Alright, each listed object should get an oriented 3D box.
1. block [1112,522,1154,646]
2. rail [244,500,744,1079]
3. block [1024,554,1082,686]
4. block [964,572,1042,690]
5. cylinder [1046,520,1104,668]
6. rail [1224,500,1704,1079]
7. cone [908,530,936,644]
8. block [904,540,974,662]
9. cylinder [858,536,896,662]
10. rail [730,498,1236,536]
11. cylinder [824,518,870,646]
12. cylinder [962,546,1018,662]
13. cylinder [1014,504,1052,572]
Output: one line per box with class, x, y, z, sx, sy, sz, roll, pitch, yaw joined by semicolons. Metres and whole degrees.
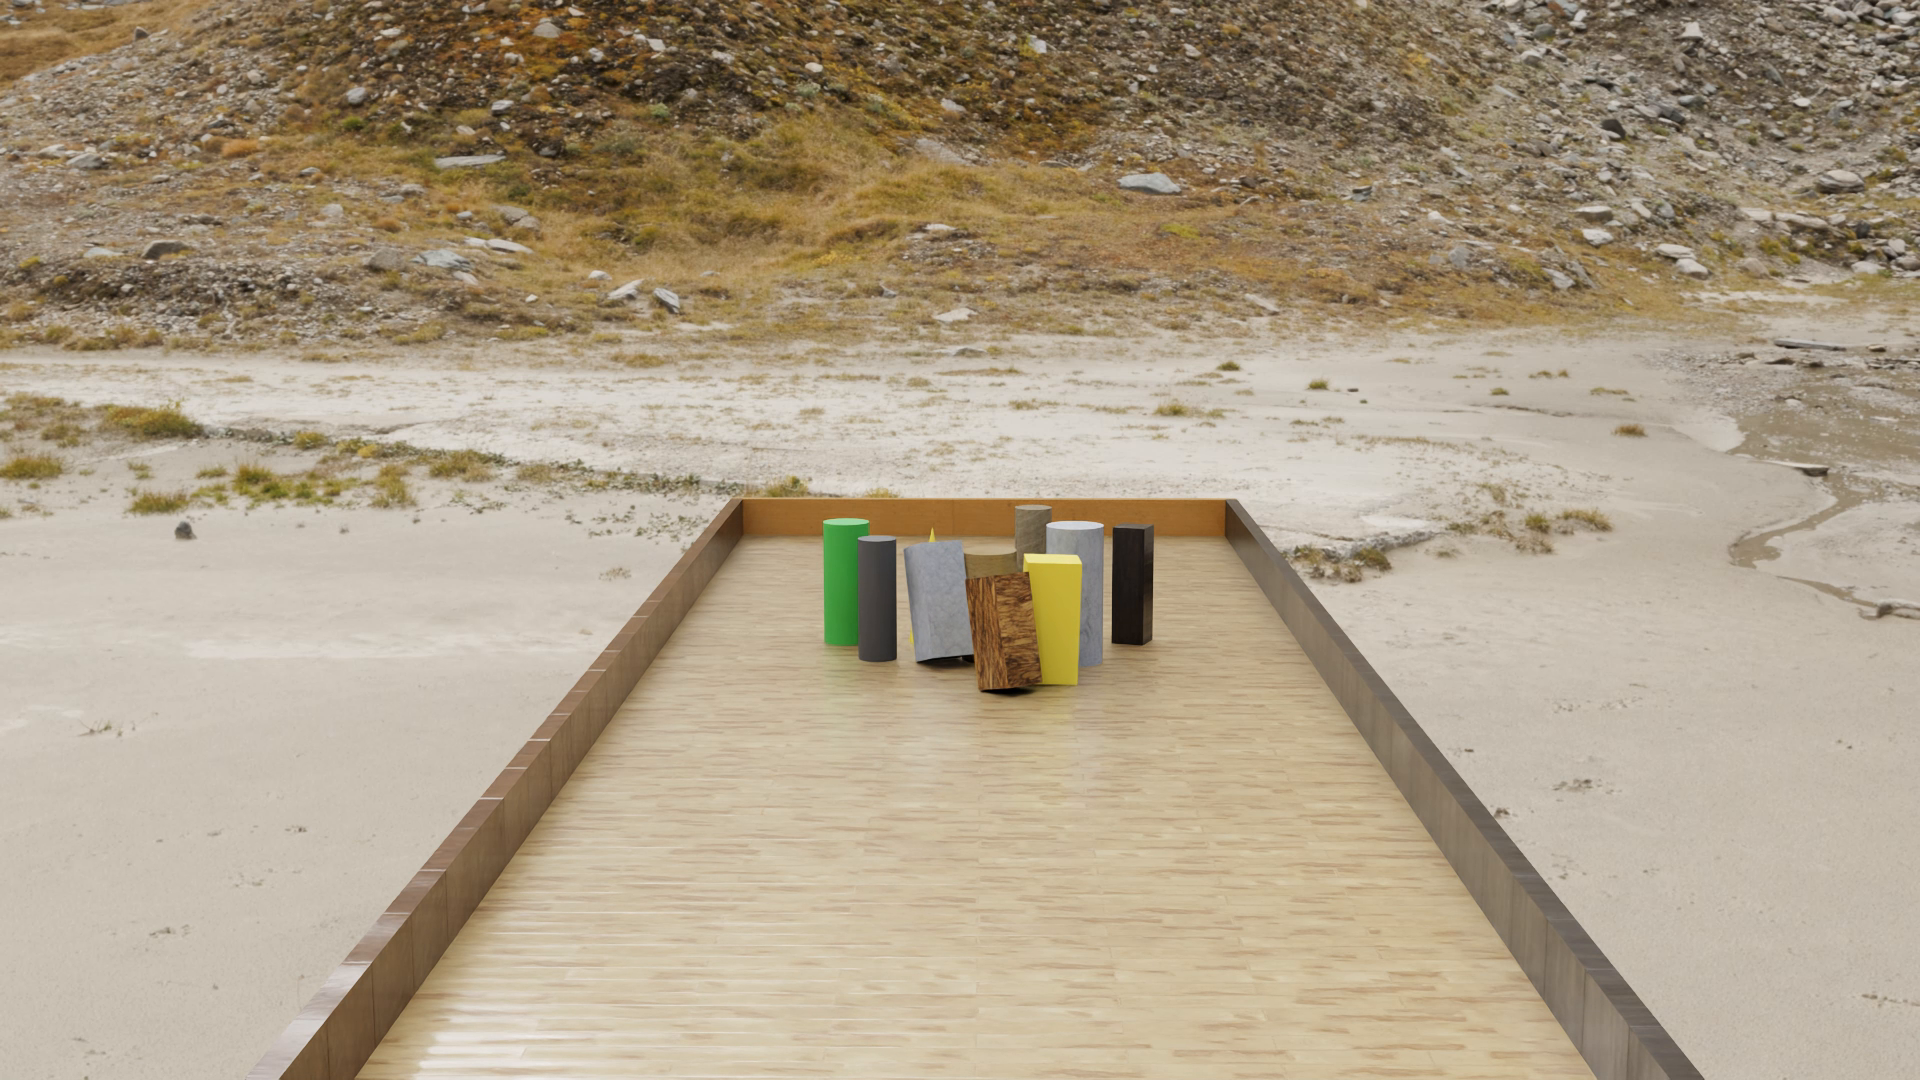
block;0.546;0.139;6.952;0.104;0.370;0.104;4;10;21
rail;-1.004;0.839;3.234;0.050;0.150;12.000;0;9;1
block;0.263;0.230;6.408;0.157;0.355;0.157;1;9;-2
block;0.124;0.260;6.281;0.131;0.319;0.131;-6;-1;-40
cylinder;0.346;0.162;6.653;0.173;0.418;0.173;0;9;0
rail;1.046;0.843;3.208;0.050;0.150;12.000;0;9;1
cone;-0.087;0.139;6.962;0.151;0.367;0.151;0;9;0
block;-0.064;0.185;6.654;0.138;0.347;0.138;-4;-6;-23
cylinder;-0.252;0.178;6.702;0.118;0.370;0.118;0;9;0
rail;0.099;-0.098;9.147;2.100;0.150;0.050;0;9;1
cylinder;-0.359;0.131;6.958;0.145;0.383;0.145;0;9;0
cylinder;0.089;0.196;6.701;0.172;0.333;0.172;-1;9;0
cylinder;0.230;0.111;6.933;0.116;0.432;0.116;0;9;0
